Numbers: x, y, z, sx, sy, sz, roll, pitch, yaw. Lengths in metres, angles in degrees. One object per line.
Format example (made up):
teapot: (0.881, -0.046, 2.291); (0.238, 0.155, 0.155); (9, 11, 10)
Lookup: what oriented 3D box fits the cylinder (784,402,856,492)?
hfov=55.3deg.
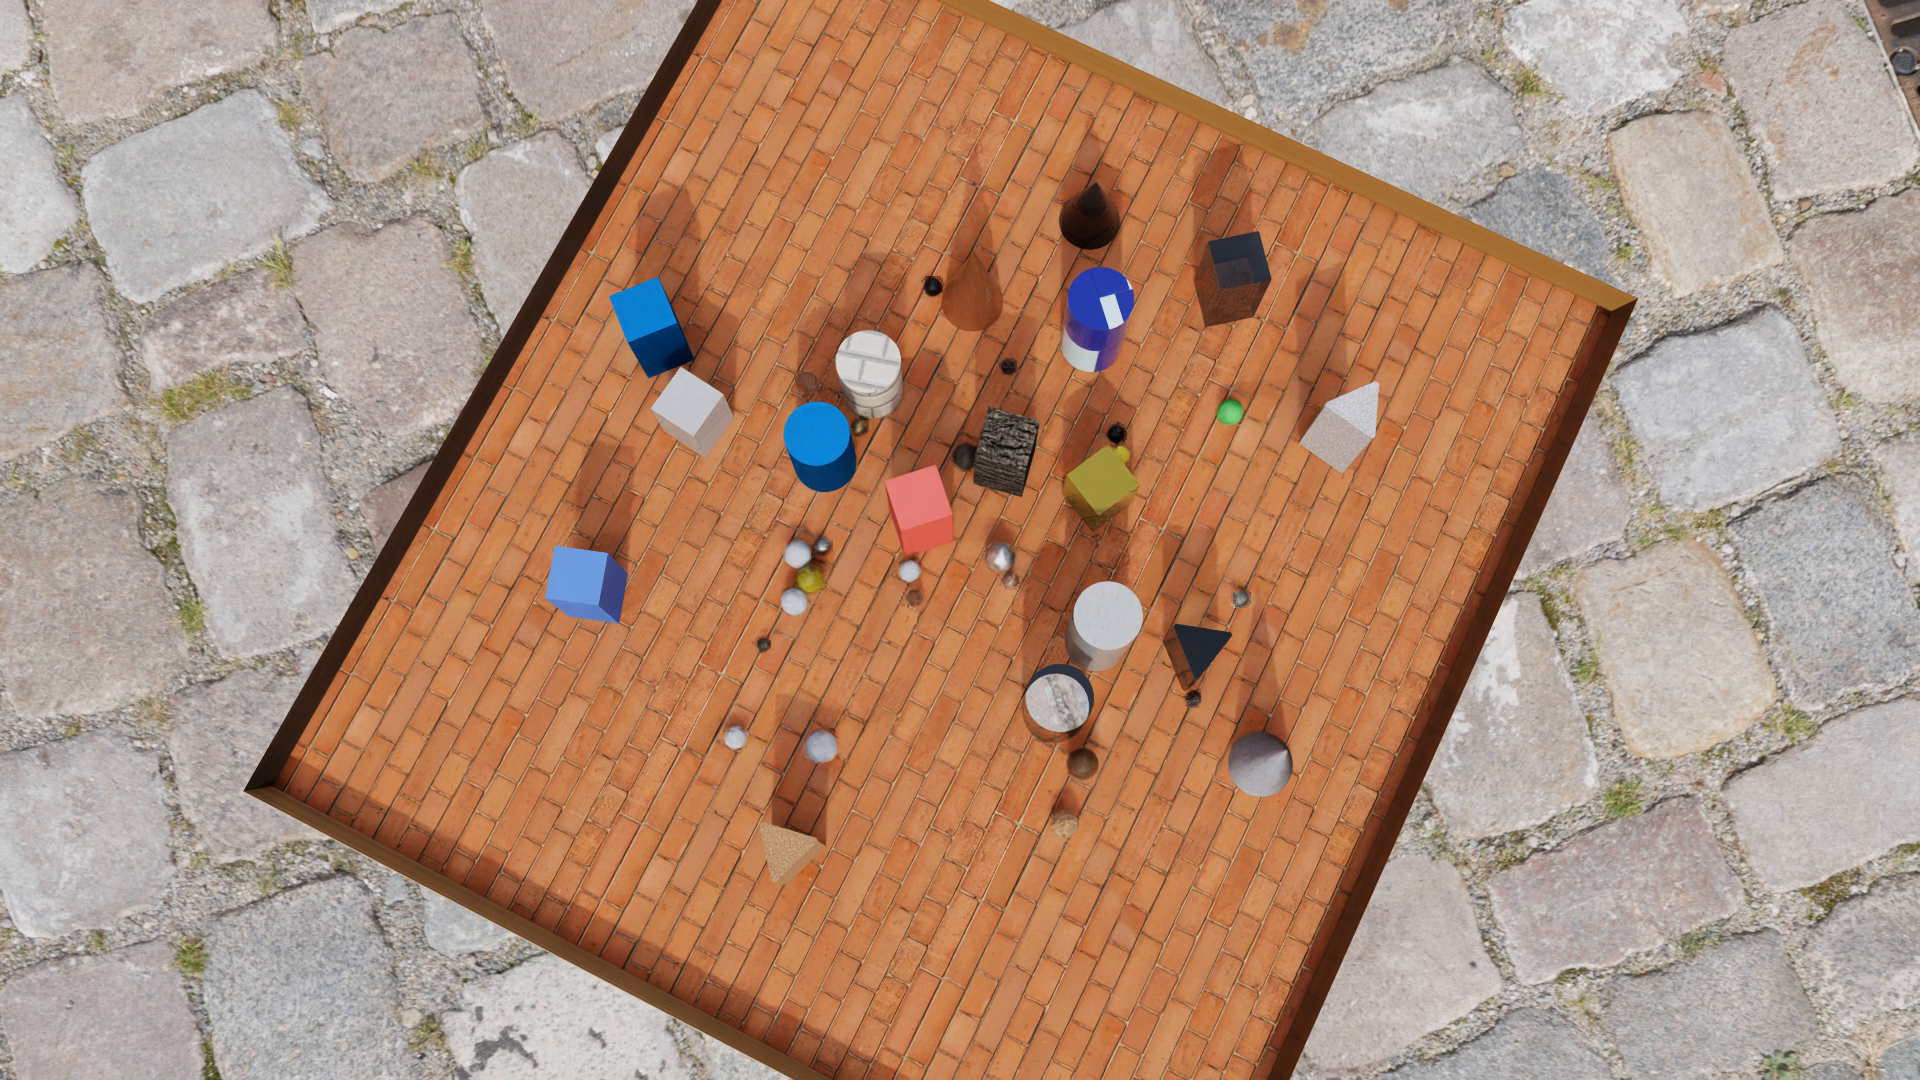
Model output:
cylinder: (-0.417, -0.276, 5.502); (0.194, 0.336, 0.194); (0, 78, 0)

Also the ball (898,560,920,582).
ball: (-0.153, 0.095, 5.563); (0.067, 0.067, 0.067); (0, 78, 0)

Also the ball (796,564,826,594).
ball: (-0.451, 0.118, 5.547); (0.088, 0.088, 0.088); (0, 78, 0)

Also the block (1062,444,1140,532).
block: (0.423, -0.153, 5.525); (0.155, 0.242, 0.155); (-37, 81, -7)

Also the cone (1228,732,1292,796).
cone: (0.898, 0.623, 5.253); (0.194, 0.460, 0.194); (0, 78, 0)

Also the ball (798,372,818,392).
ball: (-0.473, -0.491, 5.686); (0.062, 0.062, 0.062); (0, 78, 0)

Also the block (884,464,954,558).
block: (-0.119, -0.082, 5.436); (0.155, 0.386, 0.155); (-18, 79, -4)

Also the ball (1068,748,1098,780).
ball: (0.365, 0.663, 5.432); (0.094, 0.094, 0.094); (0, 78, 0)

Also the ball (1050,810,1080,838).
ball: (0.309, 0.837, 5.400); (0.084, 0.084, 0.084); (0, 78, 0)

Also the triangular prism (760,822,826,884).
triangular prism: (-0.508, 0.874, 5.268); (0.168, 0.328, 0.145); (-43, 81, -8)

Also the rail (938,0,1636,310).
rail: (0.709, -1.382, 5.837); (3.063, 0.126, 0.045); (26, 80, 5)

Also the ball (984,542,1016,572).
ball: (0.120, 0.052, 5.558); (0.094, 0.094, 0.094); (0, 78, 0)

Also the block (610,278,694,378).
block: (-0.932, -0.641, 5.563); (0.155, 0.363, 0.155); (-23, 79, -5)

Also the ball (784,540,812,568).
ball: (-0.493, 0.043, 5.564); (0.085, 0.085, 0.085); (0, 78, 0)

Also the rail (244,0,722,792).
rail: (-1.349, -0.654, 5.687); (0.045, 0.126, 3.219); (26, 80, 5)

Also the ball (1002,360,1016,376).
ball: (0.152, -0.536, 5.704); (0.046, 0.046, 0.046); (0, 78, 0)

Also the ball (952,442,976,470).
ball: (0.020, -0.257, 5.627); (0.084, 0.084, 0.084); (0, 78, 0)

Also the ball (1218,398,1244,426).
ball: (0.836, -0.395, 5.657); (0.080, 0.080, 0.080); (0, 78, 0)

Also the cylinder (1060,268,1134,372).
cylinder: (0.411, -0.661, 5.540); (0.194, 0.418, 0.194); (0, 78, 0)

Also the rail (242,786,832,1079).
rail: (-0.709, 1.396, 5.263); (3.063, 0.126, 0.045); (26, 80, 5)

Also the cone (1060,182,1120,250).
cone: (0.411, -1.046, 5.673); (0.194, 0.314, 0.194); (0, 78, 0)

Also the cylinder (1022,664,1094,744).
cylinder: (0.283, 0.480, 5.346); (0.194, 0.335, 0.194); (0, 78, 0)

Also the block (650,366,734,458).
block: (-0.809, -0.384, 5.563); (0.155, 0.261, 0.155); (33, 80, 6)

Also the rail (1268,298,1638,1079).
rail: (1.349, 0.667, 5.413); (0.045, 0.126, 3.219); (26, 80, 5)

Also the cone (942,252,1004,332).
cone: (0.039, -0.795, 5.552); (0.194, 0.449, 0.194); (0, 78, 0)

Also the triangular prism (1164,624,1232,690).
triangular prism: (0.673, 0.318, 5.402); (0.145, 0.291, 0.168); (38, 81, 7)

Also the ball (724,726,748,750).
ball: (-0.669, 0.589, 5.459); (0.069, 0.069, 0.069); (0, 78, 0)

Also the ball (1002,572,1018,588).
ball: (0.152, 0.122, 5.565); (0.052, 0.052, 0.052); (0, 78, 0)

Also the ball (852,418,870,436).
ball: (-0.307, -0.347, 5.661); (0.054, 0.054, 0.054); (0, 78, 0)

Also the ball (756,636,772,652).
ball: (-0.592, 0.315, 5.529); (0.045, 0.045, 0.045); (0, 78, 0)

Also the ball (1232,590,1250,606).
ball: (0.851, 0.176, 5.553); (0.052, 0.052, 0.052); (0, 78, 0)

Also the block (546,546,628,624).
block: (-1.101, 0.135, 5.422); (0.155, 0.326, 0.155); (8, 78, 2)

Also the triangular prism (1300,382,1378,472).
triangular prism: (1.160, -0.356, 5.475); (0.168, 0.422, 0.145); (36, 81, 7)

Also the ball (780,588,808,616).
ball: (-0.501, 0.187, 5.535); (0.083, 0.083, 0.083); (0, 78, 0)

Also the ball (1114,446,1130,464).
ball: (0.493, -0.260, 5.641); (0.057, 0.057, 0.057); (0, 78, 0)

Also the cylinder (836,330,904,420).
cylinder: (-0.272, -0.500, 5.571); (0.194, 0.291, 0.194); (0, 78, 0)

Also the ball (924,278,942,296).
ball: (-0.085, -0.794, 5.750); (0.060, 0.060, 0.060); (0, 78, 0)

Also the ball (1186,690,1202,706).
ball: (0.700, 0.475, 5.494); (0.048, 0.048, 0.048); (0, 78, 0)

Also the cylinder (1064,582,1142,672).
cylinder: (0.413, 0.256, 5.333); (0.194, 0.452, 0.194); (0, 78, 0)

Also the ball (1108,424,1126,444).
ball: (0.482, -0.327, 5.655); (0.057, 0.057, 0.057); (0, 78, 0)

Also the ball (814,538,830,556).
ball: (-0.419, 0.021, 5.587); (0.050, 0.050, 0.050); (0, 78, 0)

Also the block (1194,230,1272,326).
block: (0.830, -0.794, 5.602); (0.155, 0.349, 0.155); (-12, 79, -2)

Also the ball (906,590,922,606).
ball: (-0.139, 0.175, 5.554); (0.052, 0.052, 0.052); (0, 78, 0)

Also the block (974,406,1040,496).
block: (0.137, -0.260, 5.493); (0.155, 0.347, 0.155); (15, 79, 3)

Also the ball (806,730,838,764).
ball: (-0.410, 0.614, 5.440); (0.097, 0.097, 0.097); (0, 78, 0)
